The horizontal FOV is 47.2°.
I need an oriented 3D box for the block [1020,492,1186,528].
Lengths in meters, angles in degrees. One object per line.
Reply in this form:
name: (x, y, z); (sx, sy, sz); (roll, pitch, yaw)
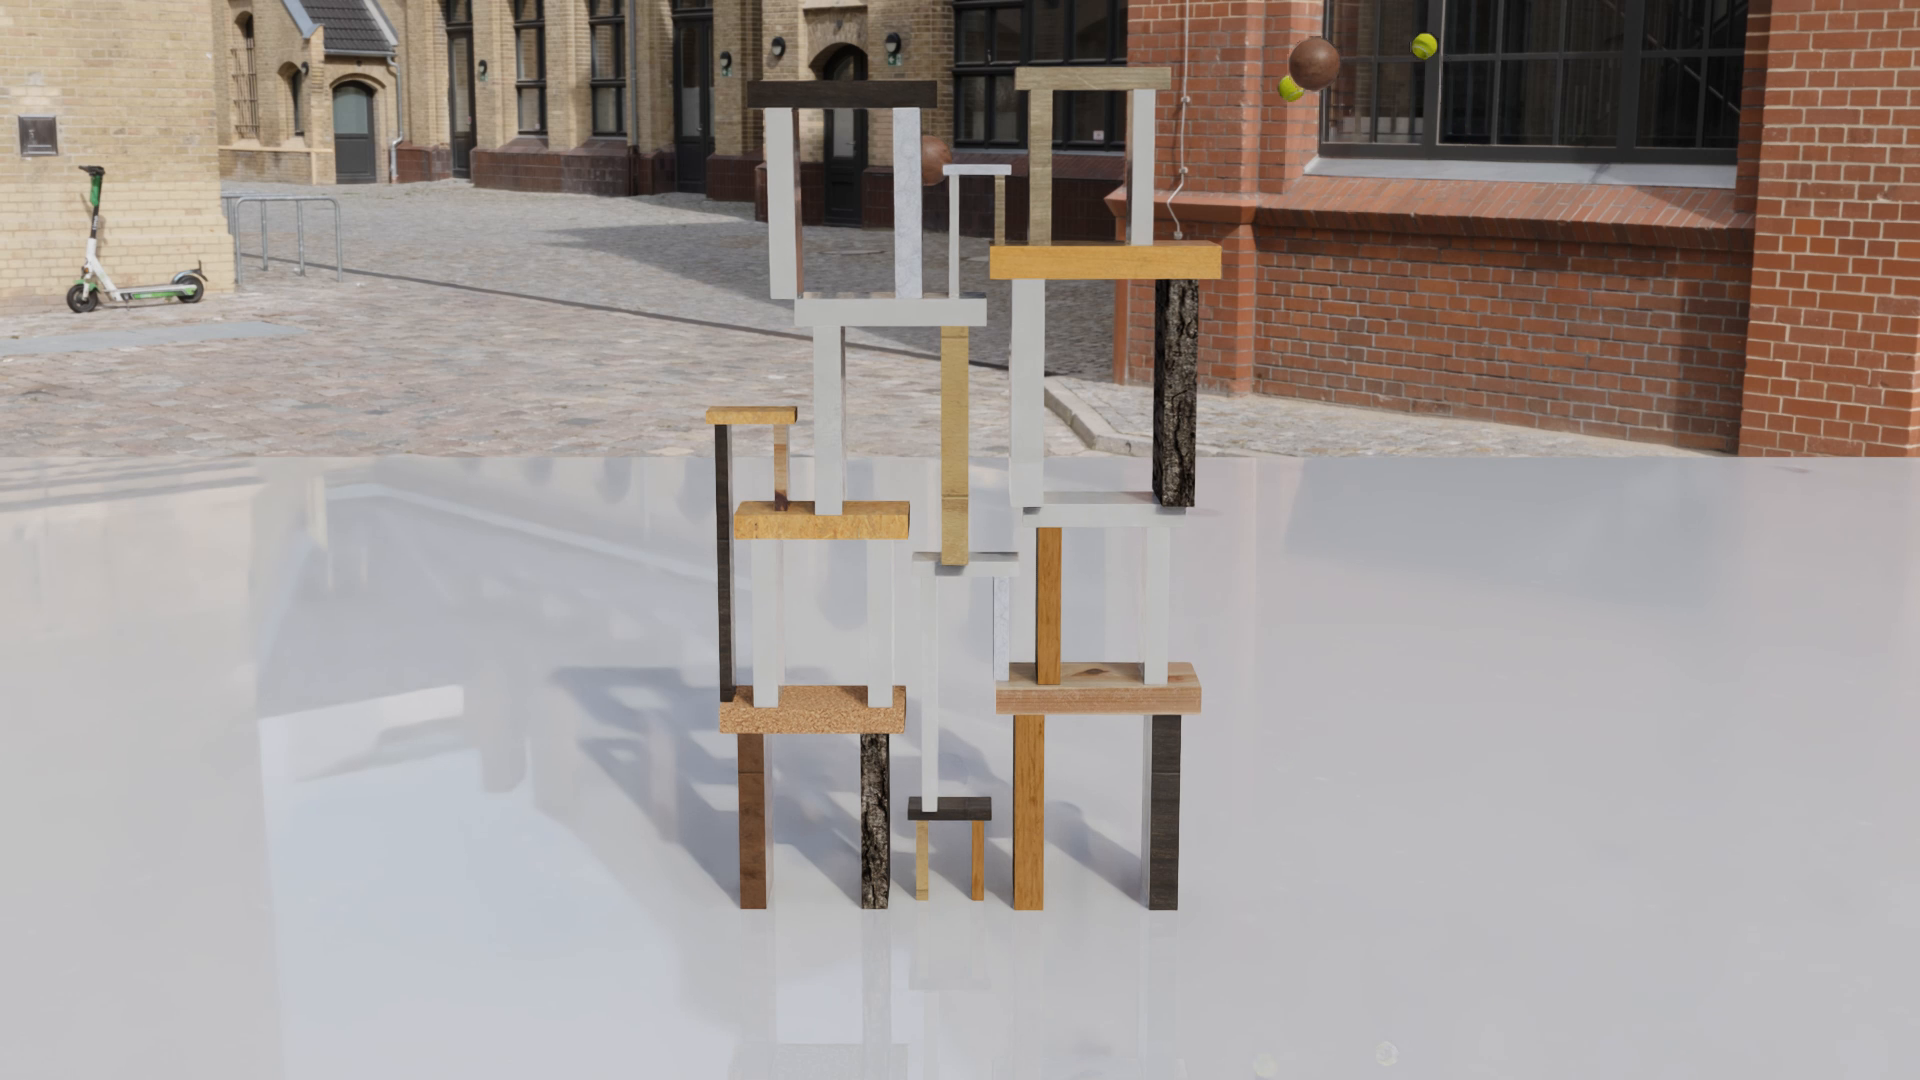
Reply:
block: (0.229, -0.050, 3.546); (0.257, 0.036, 0.129); (0, 11, 0)

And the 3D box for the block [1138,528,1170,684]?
block: (0.315, 0.094, 3.573); (0.036, 0.257, 0.129); (0, 11, 0)

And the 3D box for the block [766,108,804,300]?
block: (-0.276, -0.531, 3.463); (0.041, 0.291, 0.145); (-1, 11, 0)

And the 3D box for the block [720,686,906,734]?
block: (-0.239, 0.277, 3.610); (0.297, 0.042, 0.149); (0, 11, 0)

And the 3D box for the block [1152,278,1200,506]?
block: (0.343, -0.244, 3.514); (0.050, 0.356, 0.178); (0, 11, 0)

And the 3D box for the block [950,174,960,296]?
block: (-0.009, -0.482, 3.476); (0.015, 0.189, 0.054); (0, 11, 0)

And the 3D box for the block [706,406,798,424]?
block: (-0.333, -0.200, 3.519); (0.140, 0.020, 0.070); (0, 11, 0)

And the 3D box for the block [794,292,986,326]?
block: (-0.108, -0.367, 3.492); (0.299, 0.042, 0.149); (0, 11, 0)

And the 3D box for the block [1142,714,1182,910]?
block: (0.332, 0.428, 3.641); (0.047, 0.329, 0.165); (0, 11, 0)

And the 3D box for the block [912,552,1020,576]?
block: (0.009, 0.039, 3.563); (0.173, 0.024, 0.086); (0, 11, 0)

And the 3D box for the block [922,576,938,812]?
block: (-0.049, 0.243, 3.602); (0.024, 0.392, 0.086); (0, 11, 1)

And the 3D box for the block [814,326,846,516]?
block: (-0.208, -0.200, 3.523); (0.042, 0.299, 0.149); (0, 11, 0)

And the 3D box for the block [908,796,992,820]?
block: (-0.017, 0.445, 3.643); (0.138, 0.020, 0.069); (0, 11, 0)

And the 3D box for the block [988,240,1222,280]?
block: (0.224, -0.444, 3.477); (0.356, 0.050, 0.178); (0, 11, 0)

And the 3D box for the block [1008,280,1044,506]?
block: (0.105, -0.244, 3.514); (0.050, 0.356, 0.178); (0, 11, 0)

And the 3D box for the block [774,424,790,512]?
block: (-0.286, -0.121, 3.534); (0.020, 0.140, 0.070); (0, 10, 0)

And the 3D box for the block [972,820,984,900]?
block: (0.030, 0.522, 3.657); (0.020, 0.138, 0.069); (0, 11, 0)

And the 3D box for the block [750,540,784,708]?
block: (-0.312, 0.122, 3.579); (0.039, 0.275, 0.138); (0, 11, 0)

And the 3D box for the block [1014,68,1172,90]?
block: (0.204, -0.718, 3.424); (0.237, 0.034, 0.118); (0, 11, 0)

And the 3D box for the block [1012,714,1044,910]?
block: (0.113, 0.428, 3.641); (0.047, 0.329, 0.165); (0, 11, 0)

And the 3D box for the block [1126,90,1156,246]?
block: (0.283, -0.585, 3.449); (0.034, 0.237, 0.118); (0, 11, 0)

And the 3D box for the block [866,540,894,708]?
block: (-0.128, 0.122, 3.579); (0.039, 0.275, 0.138); (0, 11, 0)

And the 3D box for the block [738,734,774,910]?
block: (-0.338, 0.444, 3.641); (0.042, 0.297, 0.149); (0, 11, 0)

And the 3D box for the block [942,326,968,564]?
block: (-0.008, -0.160, 3.531); (0.042, 0.379, 0.149); (0, 11, 0)

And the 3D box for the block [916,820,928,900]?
block: (-0.062, 0.522, 3.657); (0.020, 0.138, 0.069); (0, 11, 0)

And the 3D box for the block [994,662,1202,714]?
block: (0.222, 0.243, 3.606); (0.329, 0.047, 0.165); (0, 11, 0)

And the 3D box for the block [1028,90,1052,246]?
block: (0.125, -0.585, 3.448); (0.034, 0.237, 0.118); (0, 11, 0)

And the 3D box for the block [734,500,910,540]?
block: (-0.220, -0.033, 3.550); (0.275, 0.039, 0.138); (0, 11, 0)

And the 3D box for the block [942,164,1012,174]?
block: (0.027, -0.582, 3.456); (0.107, 0.015, 0.054); (0, 11, 1)

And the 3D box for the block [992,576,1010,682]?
block: (0.067, 0.136, 3.581); (0.024, 0.173, 0.086); (0, 10, 0)

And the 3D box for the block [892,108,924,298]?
block: (-0.081, -0.531, 3.462); (0.041, 0.291, 0.145); (-1, 11, 0)

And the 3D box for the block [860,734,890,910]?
block: (-0.140, 0.444, 3.641); (0.042, 0.297, 0.149); (0, 11, 0)

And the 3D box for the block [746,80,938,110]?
block: (-0.181, -0.695, 3.432); (0.291, 0.041, 0.145); (0, 11, -1)

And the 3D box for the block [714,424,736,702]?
block: (-0.379, 0.034, 3.563); (0.020, 0.455, 0.070); (0, 11, 0)

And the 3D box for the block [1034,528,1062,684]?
block: (0.143, 0.094, 3.573); (0.036, 0.257, 0.129); (0, 11, 0)

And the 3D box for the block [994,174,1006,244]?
block: (0.063, -0.522, 3.467); (0.015, 0.107, 0.054); (0, 11, 0)
